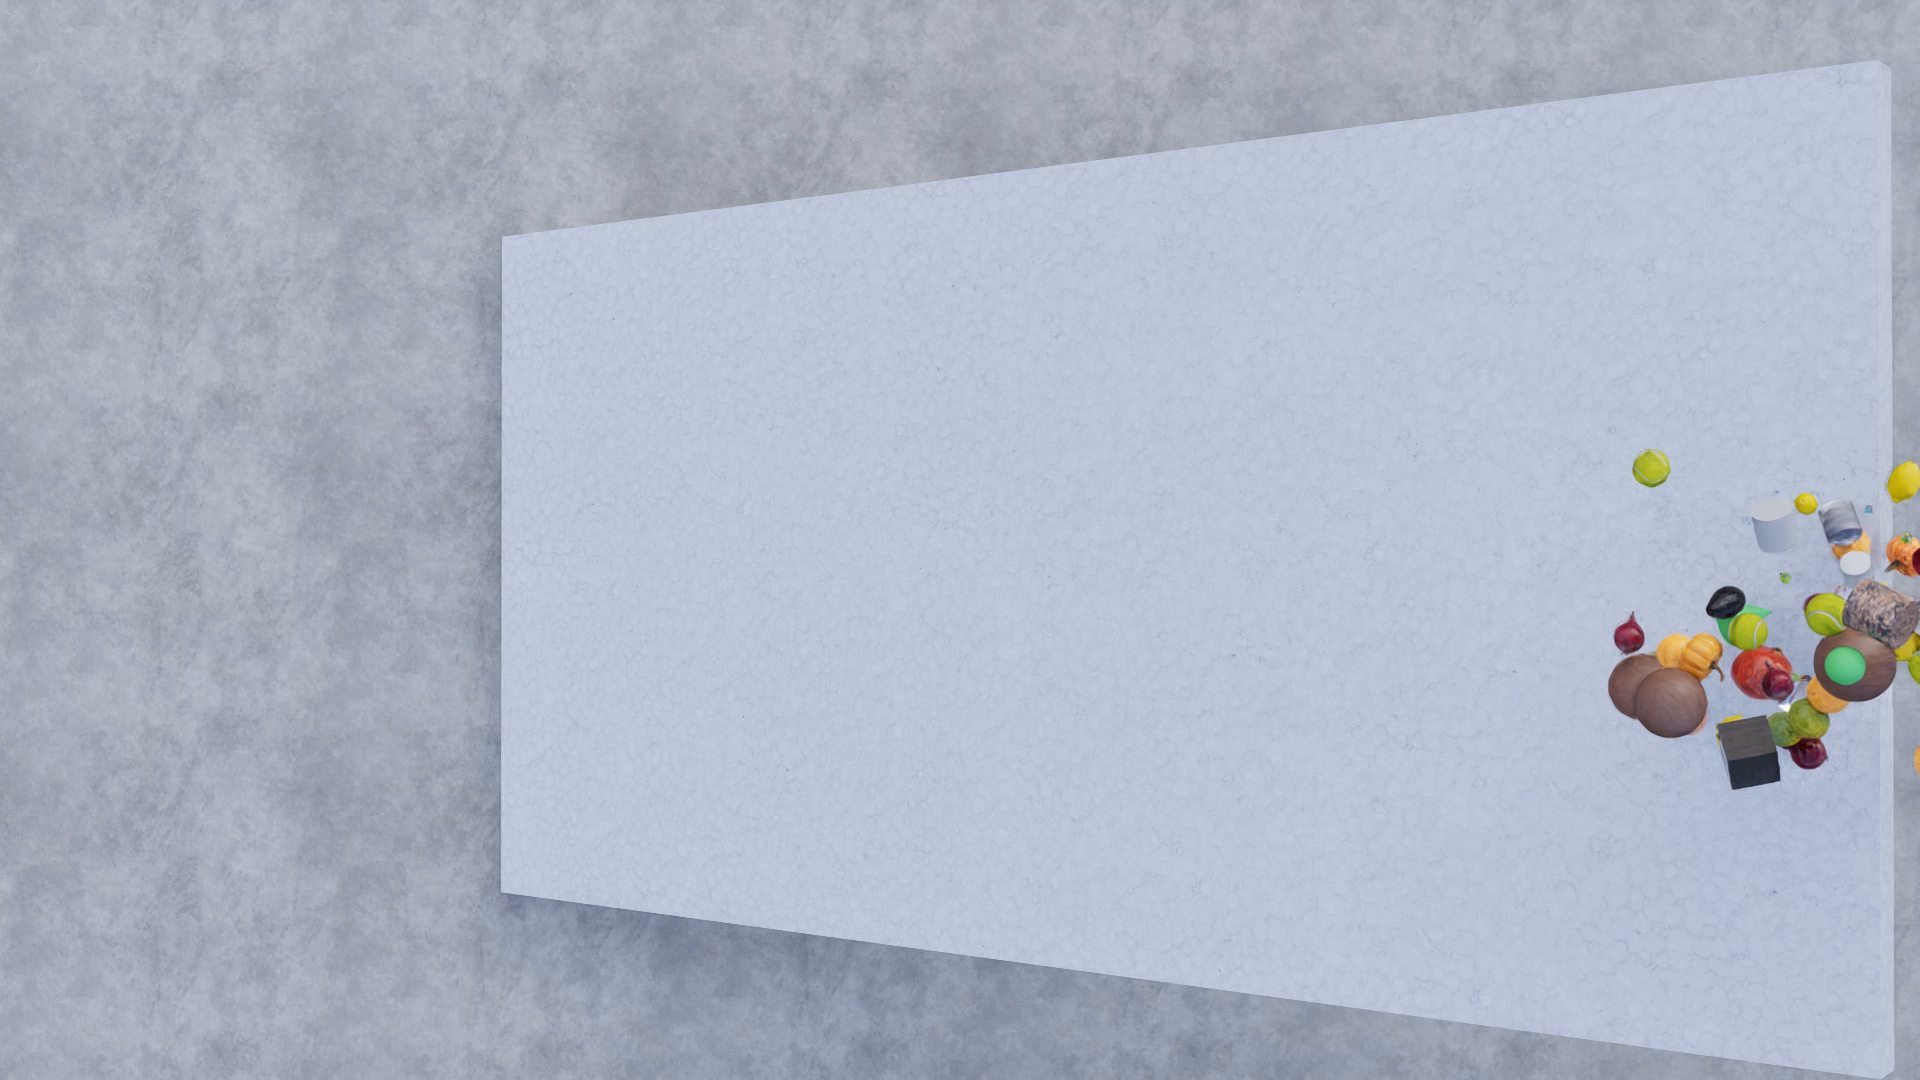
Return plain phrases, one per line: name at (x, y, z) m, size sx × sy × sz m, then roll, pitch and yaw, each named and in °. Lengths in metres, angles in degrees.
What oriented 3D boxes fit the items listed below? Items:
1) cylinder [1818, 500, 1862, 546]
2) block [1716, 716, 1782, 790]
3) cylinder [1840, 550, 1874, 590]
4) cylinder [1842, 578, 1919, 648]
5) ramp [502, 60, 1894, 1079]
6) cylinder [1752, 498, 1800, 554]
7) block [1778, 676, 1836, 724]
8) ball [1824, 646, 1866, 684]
cylinder at (1.710, -0.033, 4.270) m, size 0.066 × 0.066 × 0.066 m, roll -5°, pitch 58°, yaw 0°
block at (1.331, 0.359, 3.710) m, size 0.081 × 0.081 × 0.081 m, roll -13°, pitch 133°, yaw 14°
cylinder at (1.588, 0.055, 3.891) m, size 0.052 × 0.052 × 0.052 m, roll -16°, pitch 48°, yaw 19°
cylinder at (1.381, 0.110, 3.296) m, size 0.080 × 0.080 × 0.080 m, roll 33°, pitch 90°, yaw 43°
ramp at (0.233, 0.065, 5.552) m, size 4.000 × 0.100 × 2.000 m, roll 0°, pitch 89°, yaw 37°
cylinder at (1.565, -0.027, 4.222) m, size 0.076 × 0.076 × 0.076 m, roll -23°, pitch 117°, yaw 0°
block at (1.601, 0.302, 4.157) m, size 0.064 × 0.064 × 0.064 m, roll 33°, pitch 83°, yaw 5°
ball at (1.335, 0.189, 3.316) m, size 0.058 × 0.058 × 0.058 m, roll 0°, pitch 90°, yaw 0°
